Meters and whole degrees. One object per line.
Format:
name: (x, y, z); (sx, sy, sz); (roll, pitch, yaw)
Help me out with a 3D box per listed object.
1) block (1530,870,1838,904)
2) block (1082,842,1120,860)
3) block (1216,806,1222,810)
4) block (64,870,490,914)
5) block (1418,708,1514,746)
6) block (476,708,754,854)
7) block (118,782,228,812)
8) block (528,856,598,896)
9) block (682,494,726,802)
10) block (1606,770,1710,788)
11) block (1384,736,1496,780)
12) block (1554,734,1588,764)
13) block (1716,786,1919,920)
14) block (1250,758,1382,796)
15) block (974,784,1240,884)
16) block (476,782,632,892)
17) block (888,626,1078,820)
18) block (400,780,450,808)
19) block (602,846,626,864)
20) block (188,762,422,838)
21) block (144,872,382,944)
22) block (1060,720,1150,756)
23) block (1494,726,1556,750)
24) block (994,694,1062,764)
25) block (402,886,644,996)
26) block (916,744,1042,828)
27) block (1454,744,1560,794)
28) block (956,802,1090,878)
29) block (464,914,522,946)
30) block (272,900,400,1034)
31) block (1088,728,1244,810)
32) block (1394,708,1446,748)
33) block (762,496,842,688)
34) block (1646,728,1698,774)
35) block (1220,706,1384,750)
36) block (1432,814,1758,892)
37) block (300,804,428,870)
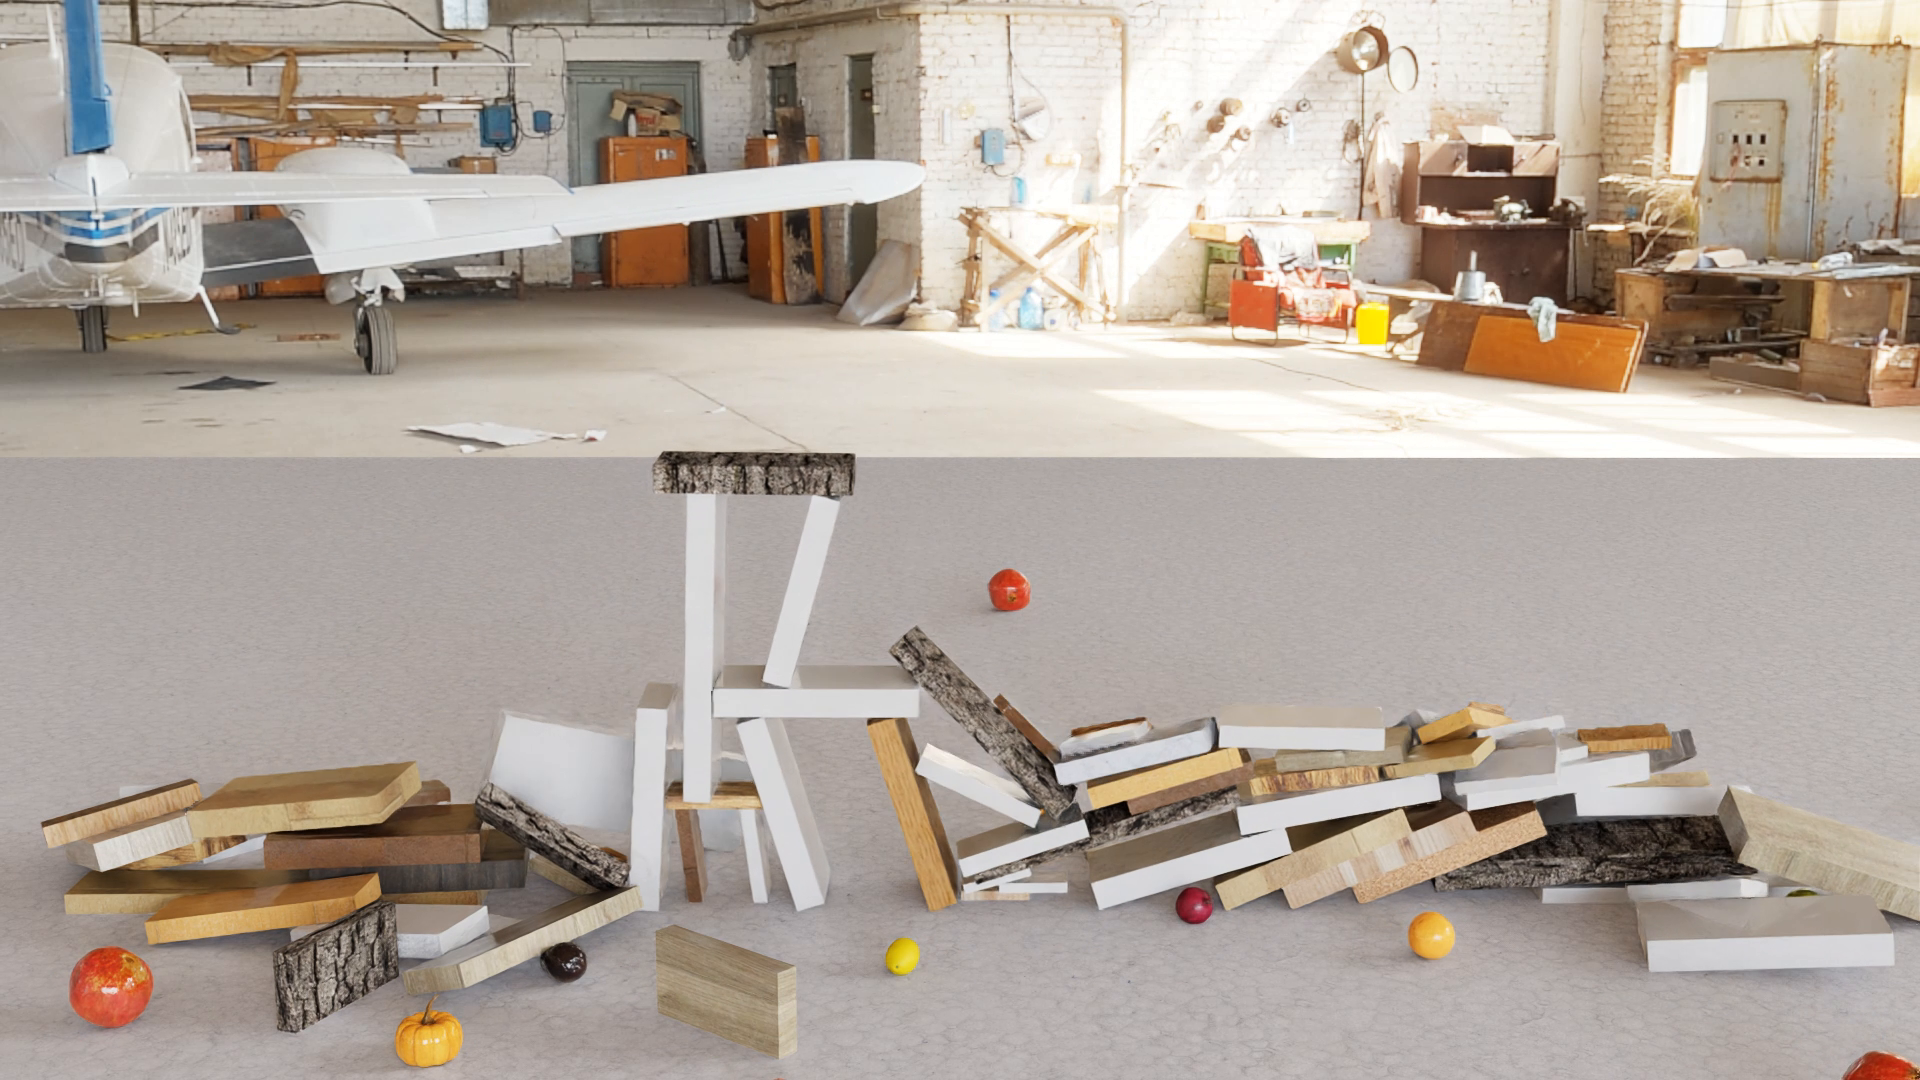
block: (1.331, 0.577, 3.672); (0.744, 0.025, 0.089); (0, 11, -1)
block: (0.311, 0.545, 3.869); (0.186, 0.015, 0.053); (-1, 11, -5)
block: (0.412, 0.416, 3.753); (0.105, 0.053, 0.015); (28, 20, -15)
block: (-1.121, 0.580, 3.635); (0.667, 0.033, 0.117); (0, 11, -1)
block: (0.841, 0.316, 3.641); (0.095, 0.027, 0.189); (-28, -24, 29)
block: (-0.584, 0.418, 3.789); (0.463, 0.165, 0.047); (14, 5, -25)
block: (-1.374, 0.480, 3.977); (0.253, 0.036, 0.126); (-1, -26, -7)
block: (-0.657, 0.560, 3.706); (0.130, 0.018, 0.065); (20, 22, 31)
block: (-0.416, 0.161, 3.582); (0.044, 0.505, 0.157); (2, 10, 0)
block: (1.191, 0.437, 3.885); (0.244, 0.027, 0.095); (-2, -16, -18)
block: (0.769, 0.348, 3.525); (0.158, 0.022, 0.079); (-14, 9, 41)
block: (0.950, 0.352, 3.615); (0.145, 0.020, 0.071); (-10, 13, -20)
block: (1.424, 0.514, 3.578); (0.348, 0.049, 0.174); (18, 22, 1)
block: (0.586, 0.379, 3.620); (0.207, 0.029, 0.103); (-8, 10, 15)
block: (0.236, 0.472, 3.637); (0.452, 0.029, 0.104); (-18, 9, 1)
block: (-0.663, 0.491, 3.582); (0.268, 0.038, 0.134); (31, -21, -1)
block: (0.040, 0.298, 3.618); (0.383, 0.038, 0.134); (45, 9, 2)
block: (-0.949, 0.435, 3.738); (0.148, 0.021, 0.074); (-5, 10, -28)
block: (-0.648, 0.558, 3.789); (0.131, 0.018, 0.065); (-9, 13, -39)
block: (-1.082, 0.430, 3.642); (0.330, 0.047, 0.165); (-6, 13, 11)
block: (-1.099, 0.582, 3.477); (0.333, 0.036, 0.126); (-7, 8, 3)
block: (0.240, 0.329, 3.651); (0.135, 0.019, 0.067); (-15, 2, 24)
block: (0.893, 0.346, 3.559); (0.141, 0.020, 0.071); (-16, 24, 7)
block: (0.115, 0.318, 3.693); (0.135, 0.019, 0.068); (44, -1, 26)
block: (-0.662, 0.610, 3.368); (0.124, 0.035, 0.397); (-14, 1, 33)
block: (0.033, 0.403, 3.613); (0.213, 0.030, 0.107); (25, 7, 2)
block: (0.868, 0.364, 3.489); (0.158, 0.022, 0.079); (-9, 27, 22)
block: (0.101, 0.490, 3.605); (0.213, 0.030, 0.107); (-18, 9, 0)
block: (-0.752, 0.623, 3.436); (0.074, 0.021, 0.148); (5, 12, 26)
block: (-0.905, 0.618, 3.200); (0.033, 0.117, 0.234); (4, 11, 22)
block: (0.336, 0.374, 3.628); (0.253, 0.036, 0.126); (-17, 9, 7)
block: (0.882, 0.398, 3.898); (0.459, 0.174, 0.049); (14, 40, -45)
block: (-0.253, 0.069, 3.569); (0.044, 0.314, 0.157); (15, 10, -3)
block: (1.093, 0.398, 3.846); (0.335, 0.047, 0.167); (-10, -14, -6)
block: (0.555, 0.305, 3.582); (0.261, 0.036, 0.126); (0, 11, 8)
block: (1.052, 0.526, 3.700); (0.520, 0.047, 0.167); (-4, 11, 6)
block: (-1.026, 0.506, 3.783); (0.248, 0.124, 0.035); (-2, 11, -10)
